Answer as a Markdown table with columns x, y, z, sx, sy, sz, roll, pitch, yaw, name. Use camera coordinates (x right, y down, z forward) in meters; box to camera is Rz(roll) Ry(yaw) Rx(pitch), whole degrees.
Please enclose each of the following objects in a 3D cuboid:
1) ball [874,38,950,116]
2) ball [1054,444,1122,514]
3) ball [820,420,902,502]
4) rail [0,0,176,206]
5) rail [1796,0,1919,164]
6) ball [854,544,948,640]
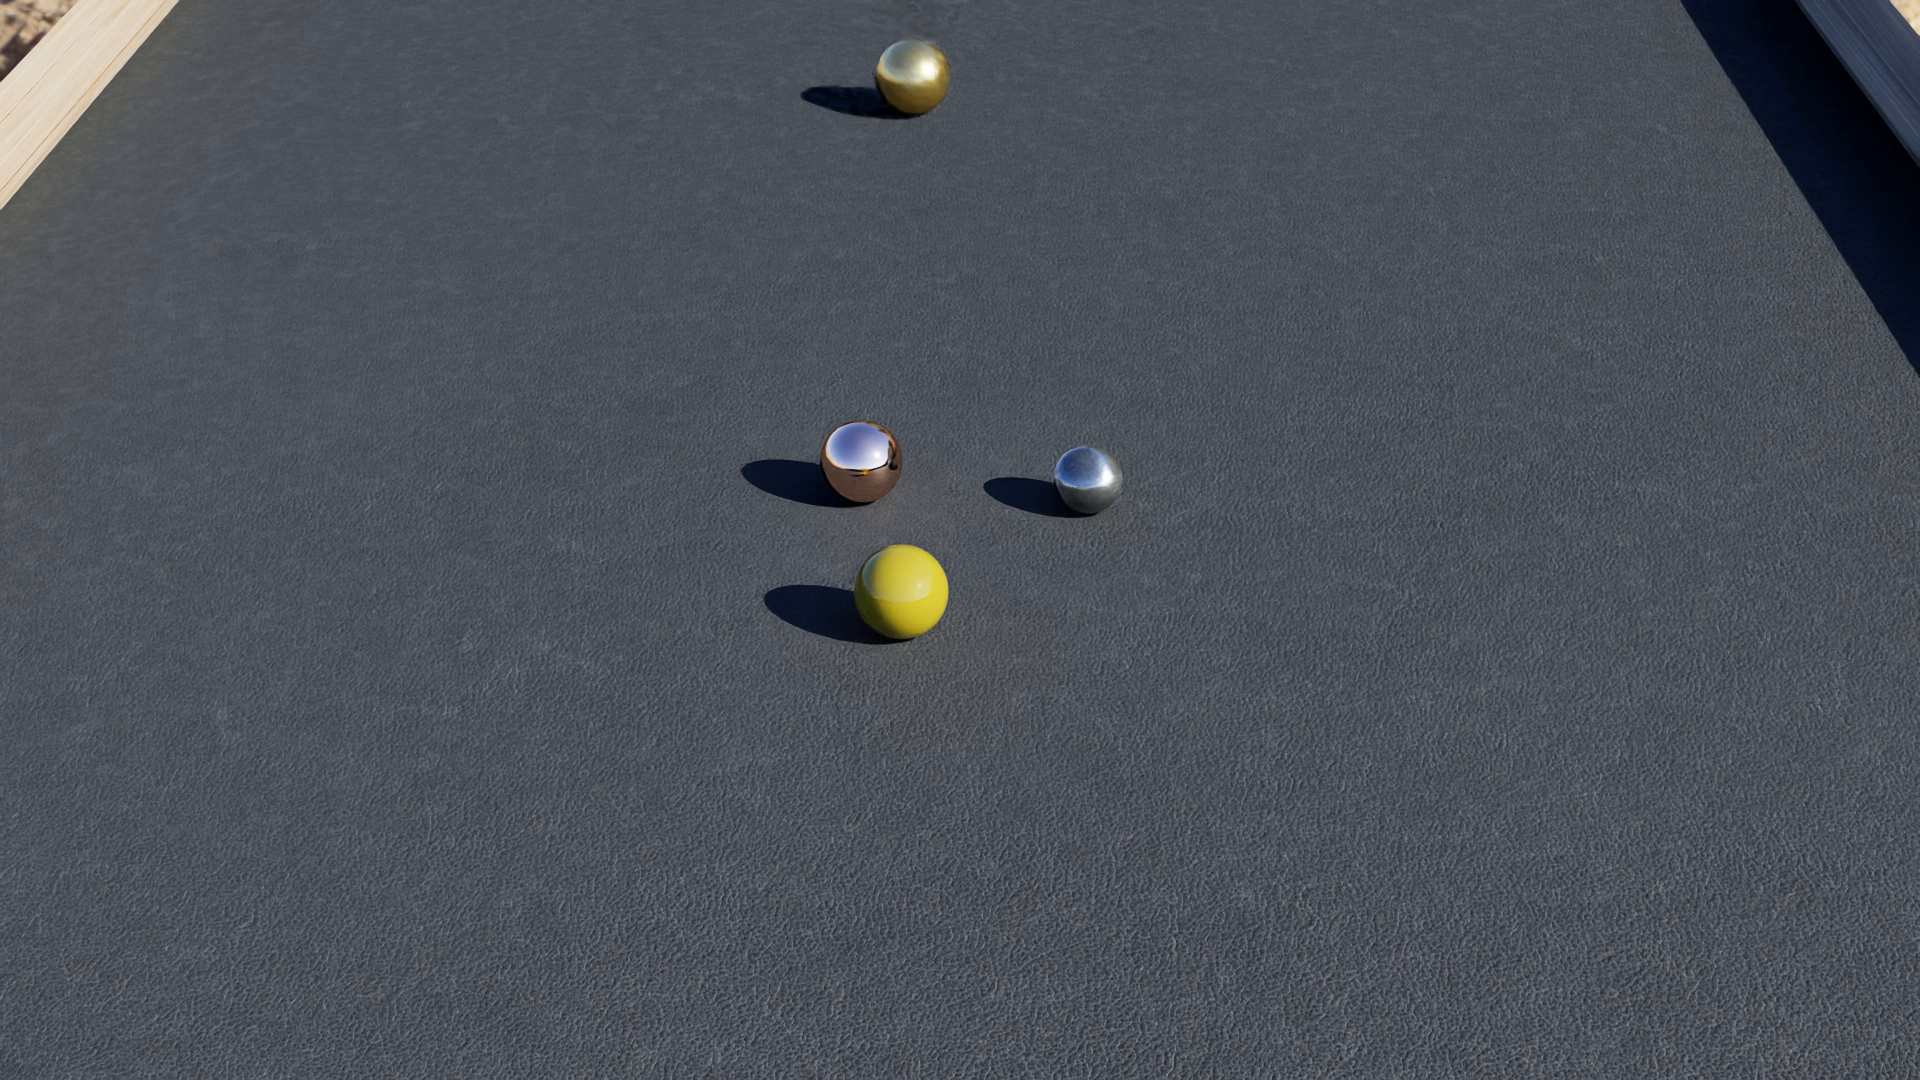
| x | y | z | sx | sy | sz | roll | pitch | yaw | name |
| --- | --- | --- | --- | --- | --- | --- | --- | --- | --- |
| -0.041 | -0.402 | 2.553 | 0.066 | 0.066 | 0.066 | 0 | 28 | 0 | ball |
| 0.082 | -0.039 | 1.886 | 0.045 | 0.045 | 0.045 | 0 | 28 | 0 | ball |
| -0.064 | -0.051 | 1.898 | 0.054 | 0.054 | 0.054 | 0 | 28 | 0 | ball |
| -0.750 | -0.393 | 2.513 | 0.045 | 0.086 | 3.169 | 1 | 28 | 1 | rail |
| 0.787 | -0.376 | 2.481 | 0.045 | 0.086 | 3.169 | 1 | 28 | 1 | rail |
| -0.035 | 0.031 | 1.741 | 0.056 | 0.056 | 0.056 | 0 | 28 | 0 | ball |
